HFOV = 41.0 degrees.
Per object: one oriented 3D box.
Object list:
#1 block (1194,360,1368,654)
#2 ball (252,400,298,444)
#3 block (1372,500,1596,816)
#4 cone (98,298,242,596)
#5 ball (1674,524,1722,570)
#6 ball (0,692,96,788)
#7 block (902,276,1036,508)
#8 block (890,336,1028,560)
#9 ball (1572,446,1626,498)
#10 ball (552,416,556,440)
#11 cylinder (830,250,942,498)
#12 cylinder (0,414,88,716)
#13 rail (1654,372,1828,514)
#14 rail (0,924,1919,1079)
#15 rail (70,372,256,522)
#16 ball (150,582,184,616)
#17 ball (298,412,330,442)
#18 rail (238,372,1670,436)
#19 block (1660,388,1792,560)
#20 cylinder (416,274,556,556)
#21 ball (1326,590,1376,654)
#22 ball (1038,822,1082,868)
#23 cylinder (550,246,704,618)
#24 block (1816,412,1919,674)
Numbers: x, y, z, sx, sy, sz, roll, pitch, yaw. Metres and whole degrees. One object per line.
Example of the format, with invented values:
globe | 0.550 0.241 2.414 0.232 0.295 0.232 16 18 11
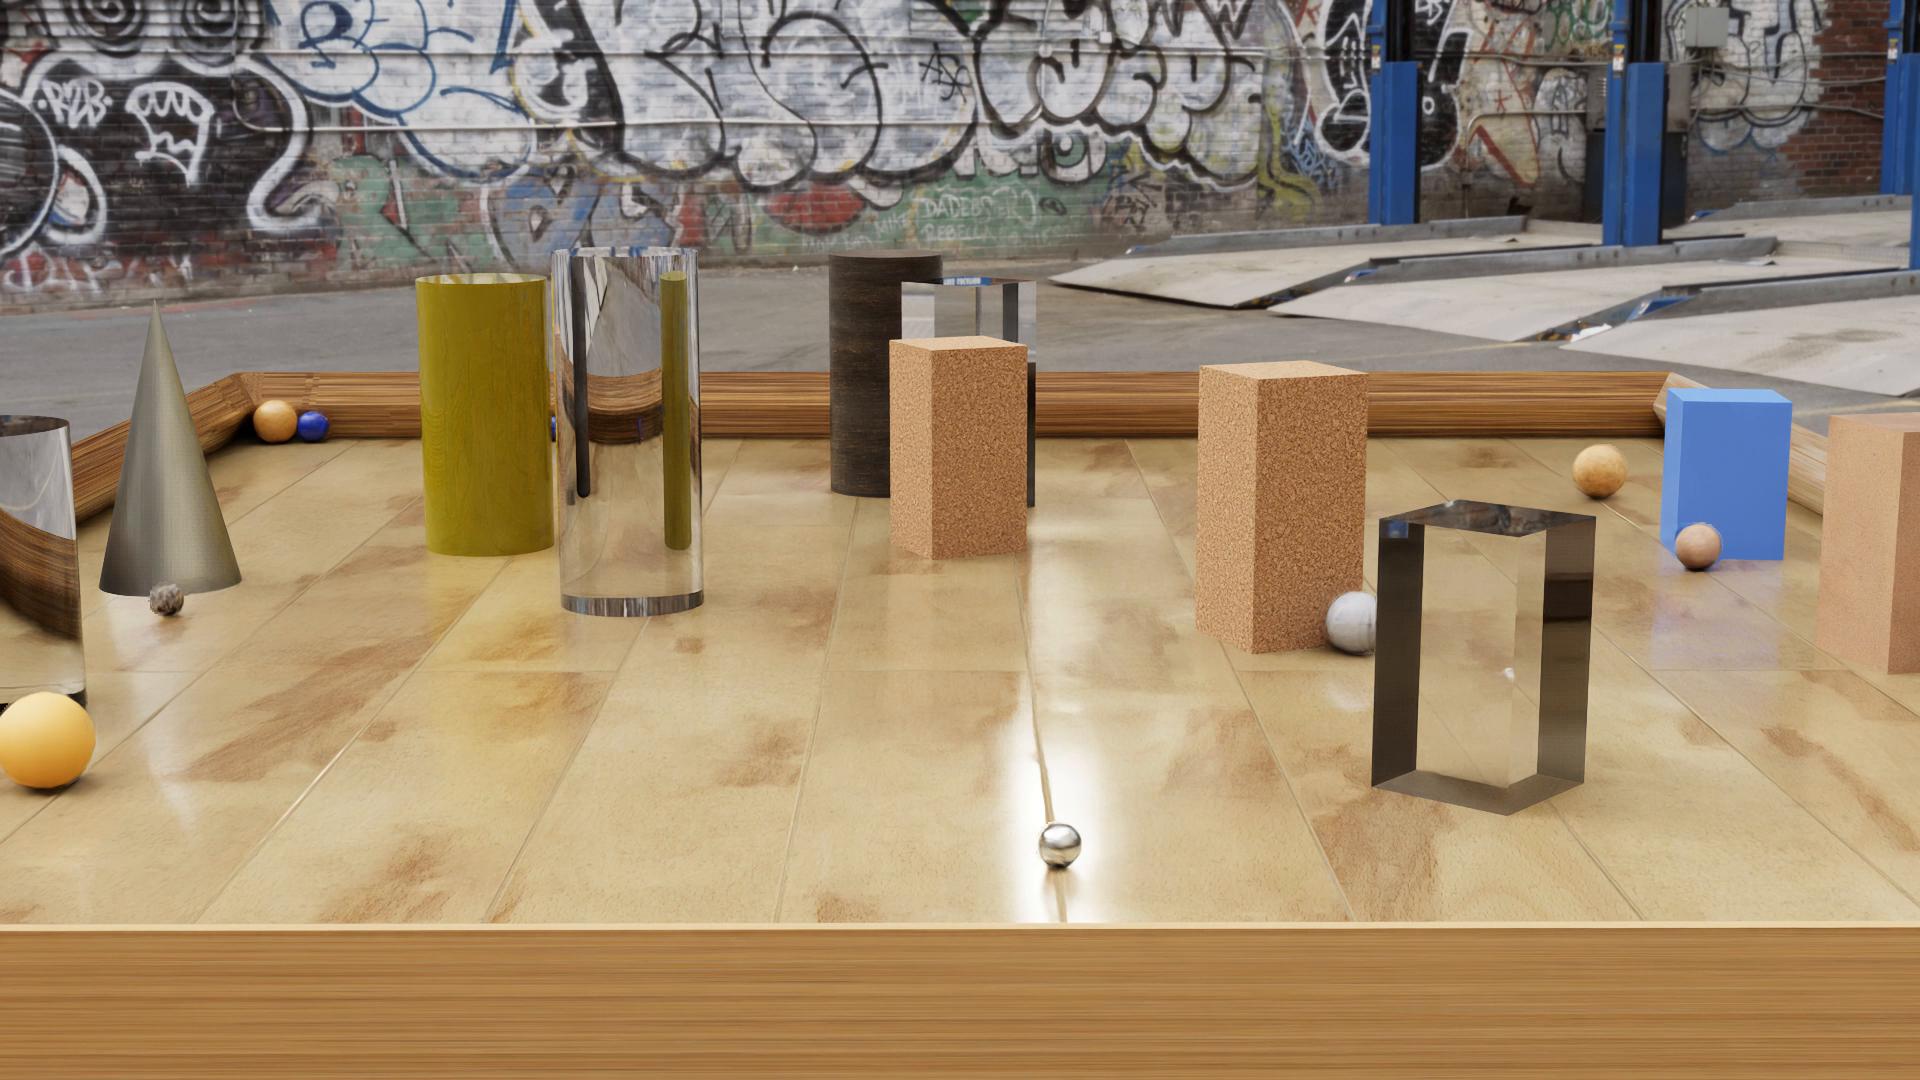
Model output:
block | 0.409 -0.046 3.278 0.157 0.346 0.157 -4 11 -22
ball | -1.332 -0.230 4.989 0.084 0.084 0.084 0 11 0
block | 0.530 0.114 2.601 0.157 0.278 0.157 9 14 40
cone | -1.123 -0.139 3.614 0.196 0.407 0.196 0 11 0
ball | 1.078 0.010 3.746 0.066 0.066 0.066 0 11 0
ball | -0.932 0.204 2.612 0.098 0.098 0.098 0 11 0
block | 0.015 -0.239 4.234 0.157 0.376 0.157 9 14 39
block | -0.003 -0.143 3.891 0.157 0.313 0.157 -5 12 -24
ball | 1.086 -0.116 4.359 0.090 0.090 0.090 0 11 0
ball | -0.798 -0.219 5.030 0.048 0.048 0.048 0 11 0
cylinder | -0.127 -0.290 4.424 0.196 0.408 0.196 0 11 0
cylinder | -1.099 0.034 2.899 0.196 0.327 0.196 0 11 0
rail | 1.393 0.031 3.457 0.045 0.127 3.310 0 11 0
rail | 0.009 0.330 1.845 2.833 0.127 0.045 0 11 0
rail | -1.393 0.034 3.441 0.045 0.127 3.310 0 11 0
ball | -1.061 0.079 3.435 0.043 0.043 0.043 0 11 0
ball | -1.260 -0.221 5.002 0.061 0.061 0.061 0 11 0
rail | -0.009 -0.265 5.053 2.833 0.127 0.045 0 11 0
block | 1.156 -0.102 3.880 0.157 0.236 0.157 1 11 7
cylinder | -0.721 -0.193 3.902 0.196 0.408 0.196 0 11 0
ball | 0.497 0.103 3.212 0.078 0.078 0.078 0 11 0
ball | 0.092 0.280 2.355 0.042 0.042 0.042 0 11 0
cylinder | -0.449 -0.150 3.476 0.196 0.479 0.196 0 11 0
block | 1.178 0.000 3.168 0.157 0.295 0.157 -3 11 -14
